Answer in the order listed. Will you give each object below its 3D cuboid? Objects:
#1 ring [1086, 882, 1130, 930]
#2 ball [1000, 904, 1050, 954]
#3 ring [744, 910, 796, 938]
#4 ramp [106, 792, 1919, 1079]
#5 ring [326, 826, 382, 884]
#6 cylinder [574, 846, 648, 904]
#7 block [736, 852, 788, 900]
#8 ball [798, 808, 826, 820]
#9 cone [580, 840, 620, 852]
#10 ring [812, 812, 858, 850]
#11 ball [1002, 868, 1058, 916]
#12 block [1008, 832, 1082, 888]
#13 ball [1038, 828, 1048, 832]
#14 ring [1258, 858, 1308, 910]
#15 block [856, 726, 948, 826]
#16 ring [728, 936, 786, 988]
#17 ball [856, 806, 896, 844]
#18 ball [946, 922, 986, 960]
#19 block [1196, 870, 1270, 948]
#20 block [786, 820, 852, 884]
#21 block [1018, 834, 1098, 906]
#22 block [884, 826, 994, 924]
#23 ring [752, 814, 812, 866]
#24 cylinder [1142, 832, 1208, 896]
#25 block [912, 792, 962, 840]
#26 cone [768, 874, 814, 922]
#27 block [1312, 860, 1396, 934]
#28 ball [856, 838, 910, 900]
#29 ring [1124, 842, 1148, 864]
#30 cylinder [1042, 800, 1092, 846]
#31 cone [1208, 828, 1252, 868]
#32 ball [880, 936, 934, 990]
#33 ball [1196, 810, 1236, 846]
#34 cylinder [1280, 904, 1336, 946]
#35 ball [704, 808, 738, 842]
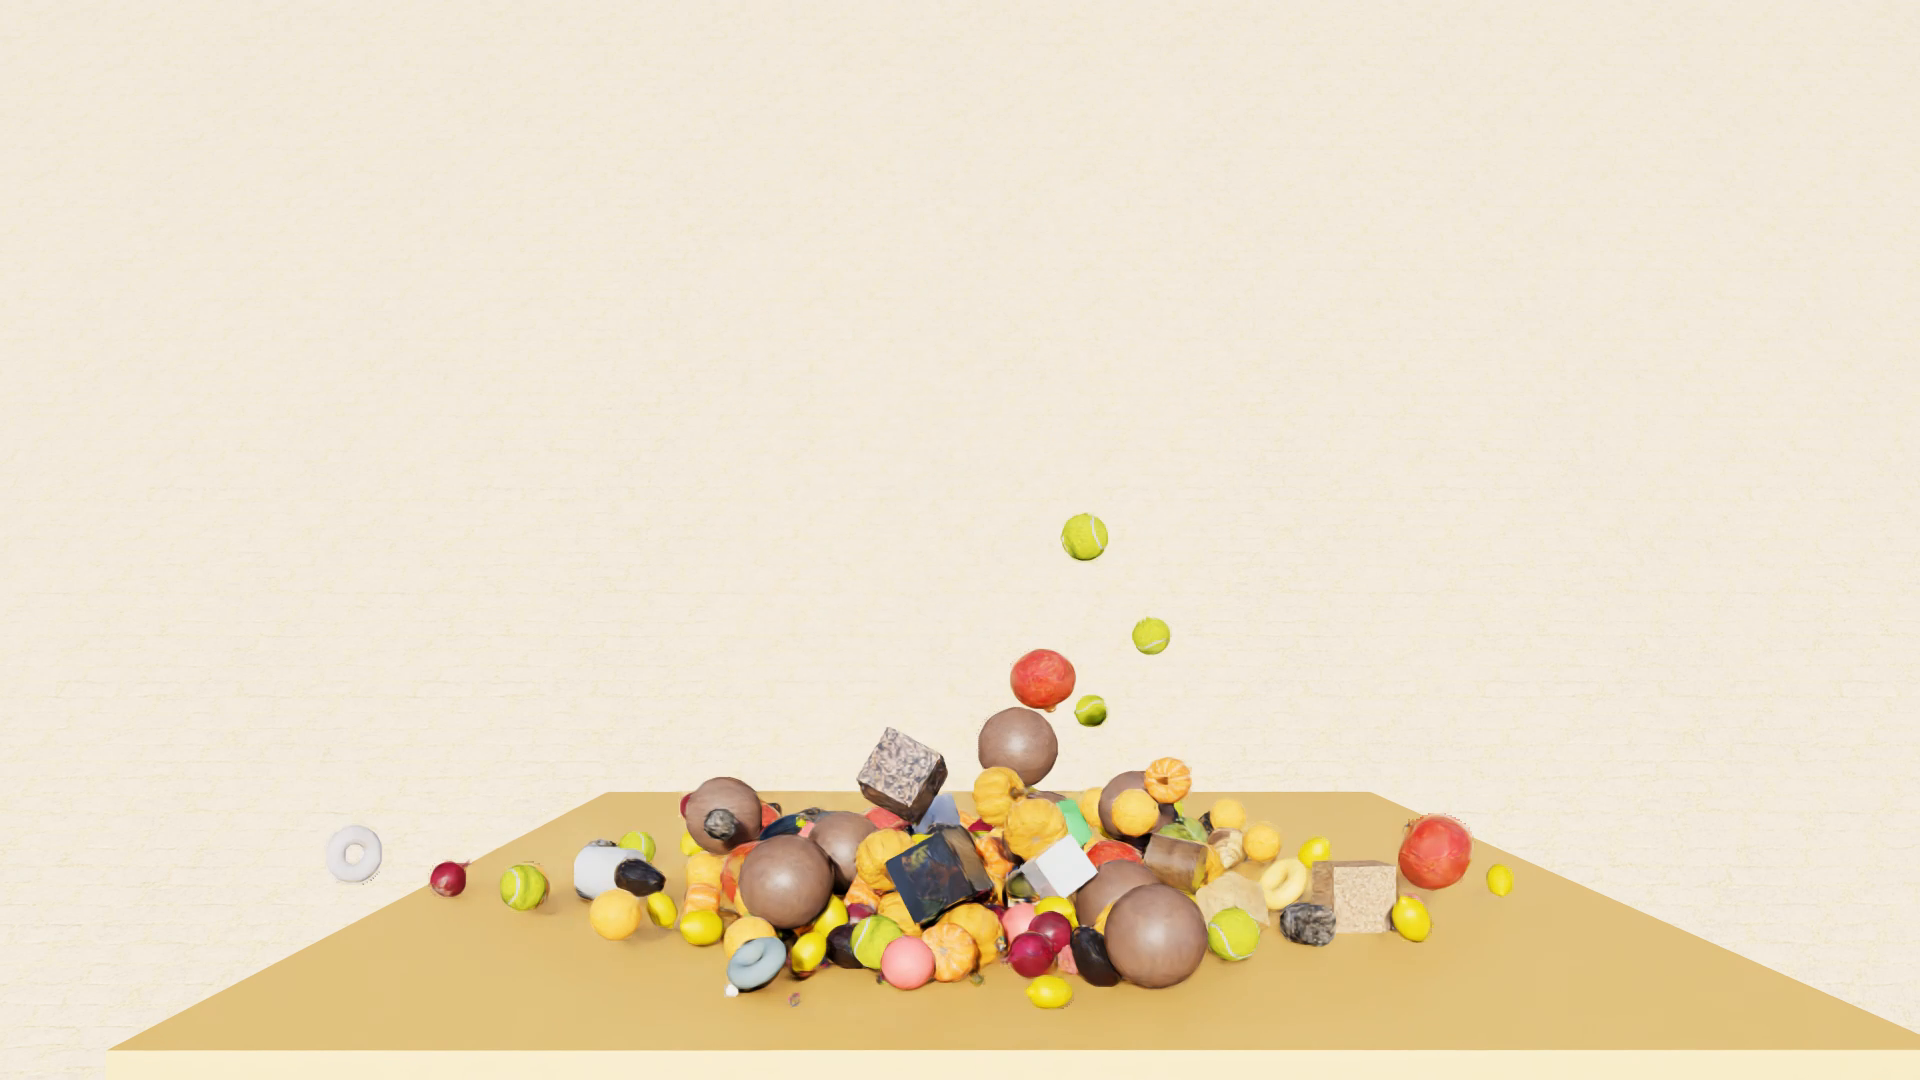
[{"bbox_3d":[0.215,0.530,3.768,0.075,0.025,0.075,-27,43,29],"label":"ring"},{"bbox_3d":[0.090,0.538,3.593,0.070,0.070,0.070,0,34,0],"label":"ball"},{"bbox_3d":[-0.275,0.555,3.755,0.079,0.079,0.026,8,69,12],"label":"ring"},{"bbox_3d":[0.076,0.656,4.805,2.000,0.100,4.000,0,-2,0],"label":"ramp"},{"bbox_3d":[-1.165,0.604,4.992,0.112,0.112,0.037,-23,13,-30],"label":"ring"},{"bbox_3d":[-0.570,0.545,4.239,0.087,0.087,0.087,1,32,27],"label":"cylinder"},{"bbox_3d":[-0.328,0.557,4.299,0.071,0.071,0.071,0,-2,8],"label":"block"},{"bbox_3d":[-0.286,0.569,5.087,0.090,0.090,0.090,0,34,0],"label":"ball"},{"bbox_3d":[-0.623,0.572,4.472,0.083,0.083,0.083,1,20,1],"label":"cone"},{"bbox_3d":[-0.219,0.510,4.501,0.087,0.087,0.029,12,26,16],"label":"ring"},{"bbox_3d":[0.103,0.525,3.842,0.084,0.084,0.084,0,34,0],"label":"ball"},{"bbox_3d":[0.145,0.550,4.433,0.091,0.091,0.091,-1,-2,37],"label":"block"},{"bbox_3d":[0.162,0.559,4.649,0.086,0.086,0.086,0,34,0],"label":"ball"},{"bbox_3d":[0.491,0.525,3.961,0.092,0.031,0.092,-35,26,20],"label":"ring"},{"bbox_3d":[-0.086,0.357,3.915,0.094,0.094,0.094,26,71,17],"label":"block"},{"bbox_3d":[-0.246,0.512,3.144,0.080,0.027,0.080,-25,24,12],"label":"ring"},{"bbox_3d":[-0.170,0.577,5.228,0.081,0.081,0.081,0,34,0],"label":"ball"},{"bbox_3d":[0.008,0.545,3.532,0.053,0.053,0.053,0,34,0],"label":"ball"},{"bbox_3d":[0.383,0.518,3.647,0.068,0.068,0.068,27,39,-35],"label":"block"},{"bbox_3d":[-0.228,0.505,4.200,0.062,0.062,0.062,21,71,37],"label":"block"},{"bbox_3d":[0.135,0.454,3.572,0.066,0.066,0.066,-35,88,-23],"label":"block"},{"bbox_3d":[-0.027,0.443,3.434,0.090,0.090,0.090,-31,-12,15],"label":"block"},{"bbox_3d":[-0.319,0.548,4.709,0.131,0.131,0.044,-21,55,-28],"label":"ring"},{"bbox_3d":[0.313,0.472,3.783,0.076,0.076,0.076,11,36,18],"label":"cylinder"},{"bbox_3d":[-0.044,0.467,4.391,0.058,0.058,0.058,-2,66,-40],"label":"block"},{"bbox_3d":[-0.265,0.532,3.924,0.072,0.072,0.072,-11,31,7],"label":"cone"},{"bbox_3d":[0.589,0.532,3.882,0.097,0.097,0.097,0,-2,-11],"label":"block"},{"bbox_3d":[-0.107,0.480,3.791,0.090,0.090,0.090,0,34,0],"label":"ball"},{"bbox_3d":[0.361,0.591,4.901,0.105,0.035,0.105,-1,0,0],"label":"ring"},{"bbox_3d":[0.158,0.424,3.850,0.057,0.057,0.057,-26,13,6],"label":"cylinder"},{"bbox_3d":[0.489,0.586,4.782,0.085,0.085,0.085,10,20,14],"label":"cone"},{"bbox_3d":[-0.066,0.531,3.259,0.067,0.067,0.067,0,34,0],"label":"ball"},{"bbox_3d":[0.508,0.577,5.166,0.077,0.077,0.077,0,34,0],"label":"ball"},{"bbox_3d":[0.495,0.547,3.695,0.057,0.057,0.057,-25,9,-32],"label":"cylinder"},{"bbox_3d":[-0.380,0.452,4.122,0.052,0.052,0.052,0,34,0],"label":"ball"}]
